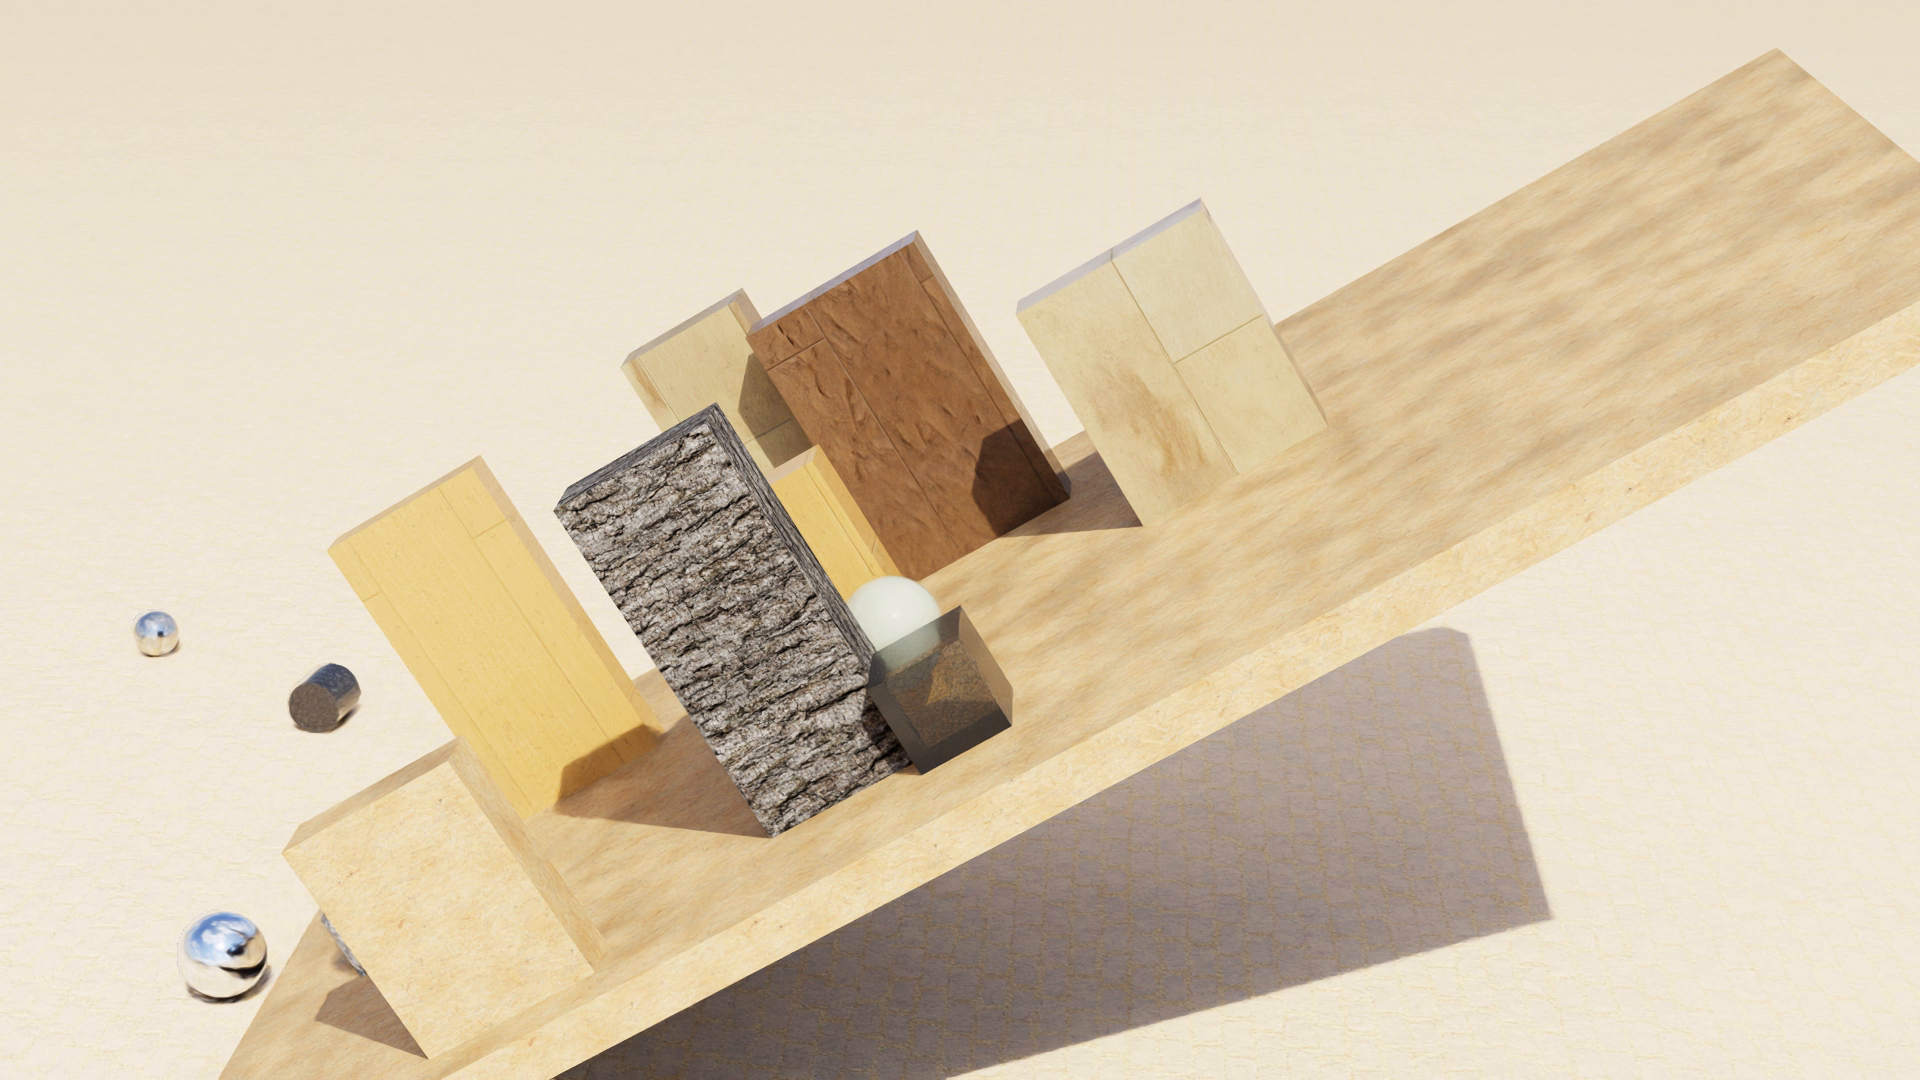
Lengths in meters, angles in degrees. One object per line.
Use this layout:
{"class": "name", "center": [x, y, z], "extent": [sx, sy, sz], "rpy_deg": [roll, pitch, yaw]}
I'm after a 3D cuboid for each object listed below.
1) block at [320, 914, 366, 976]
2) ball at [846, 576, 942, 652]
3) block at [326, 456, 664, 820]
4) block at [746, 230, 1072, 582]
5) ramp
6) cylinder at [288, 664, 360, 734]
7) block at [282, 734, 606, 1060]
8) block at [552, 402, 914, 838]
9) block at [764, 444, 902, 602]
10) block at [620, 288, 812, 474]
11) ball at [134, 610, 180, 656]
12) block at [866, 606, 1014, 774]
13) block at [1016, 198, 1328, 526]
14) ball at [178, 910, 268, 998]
{"class": "block", "center": [-1.297, 0.837, 6.526], "extent": [0.159, 0.159, 0.159], "rpy_deg": [-31, 15, 3]}
{"class": "ball", "center": [-0.137, 0.175, 5.875], "extent": [0.208, 0.208, 0.208], "rpy_deg": [0, 19, 0]}
{"class": "block", "center": [-1.065, 0.235, 6.783], "extent": [0.401, 0.780, 0.095], "rpy_deg": [-29, 15, 12]}
{"class": "block", "center": [-0.113, -0.295, 6.739], "extent": [0.445, 0.694, 0.119], "rpy_deg": [-29, 15, 12]}
{"class": "ramp", "center": [0.142, 0.168, 6.287], "extent": [4.000, 0.100, 2.000], "rpy_deg": [-29, 15, 12]}
{"class": "cylinder", "center": [-1.836, 0.458, 8.501], "extent": [0.155, 0.155, 0.155], "rpy_deg": [4, 19, 12]}
{"class": "block", "center": [-0.993, 0.693, 5.685], "extent": [0.387, 0.507, 0.131], "rpy_deg": [-29, 15, 12]}
{"class": "block", "center": [-0.418, 0.161, 5.702], "extent": [0.346, 0.781, 0.147], "rpy_deg": [-29, 15, 12]}
{"class": "block", "center": [-0.284, 0.119, 6.037], "extent": [0.308, 0.543, 0.118], "rpy_deg": [-29, 15, 12]}
{"class": "block", "center": [-0.463, -0.193, 7.016], "extent": [0.322, 0.748, 0.127], "rpy_deg": [-29, 15, 12]}
{"class": "ball", "center": [-2.467, 0.286, 9.029], "extent": [0.137, 0.137, 0.137], "rpy_deg": [0, 19, 0]}
{"class": "block", "center": [-0.036, 0.288, 5.660], "extent": [0.201, 0.201, 0.201], "rpy_deg": [-29, 15, 10]}
{"class": "block", "center": [0.444, -0.370, 6.165], "extent": [0.441, 0.534, 0.116], "rpy_deg": [-29, 15, 12]}
{"class": "ball", "center": [-1.726, 0.971, 6.893], "extent": [0.202, 0.202, 0.202], "rpy_deg": [0, 19, 0]}
